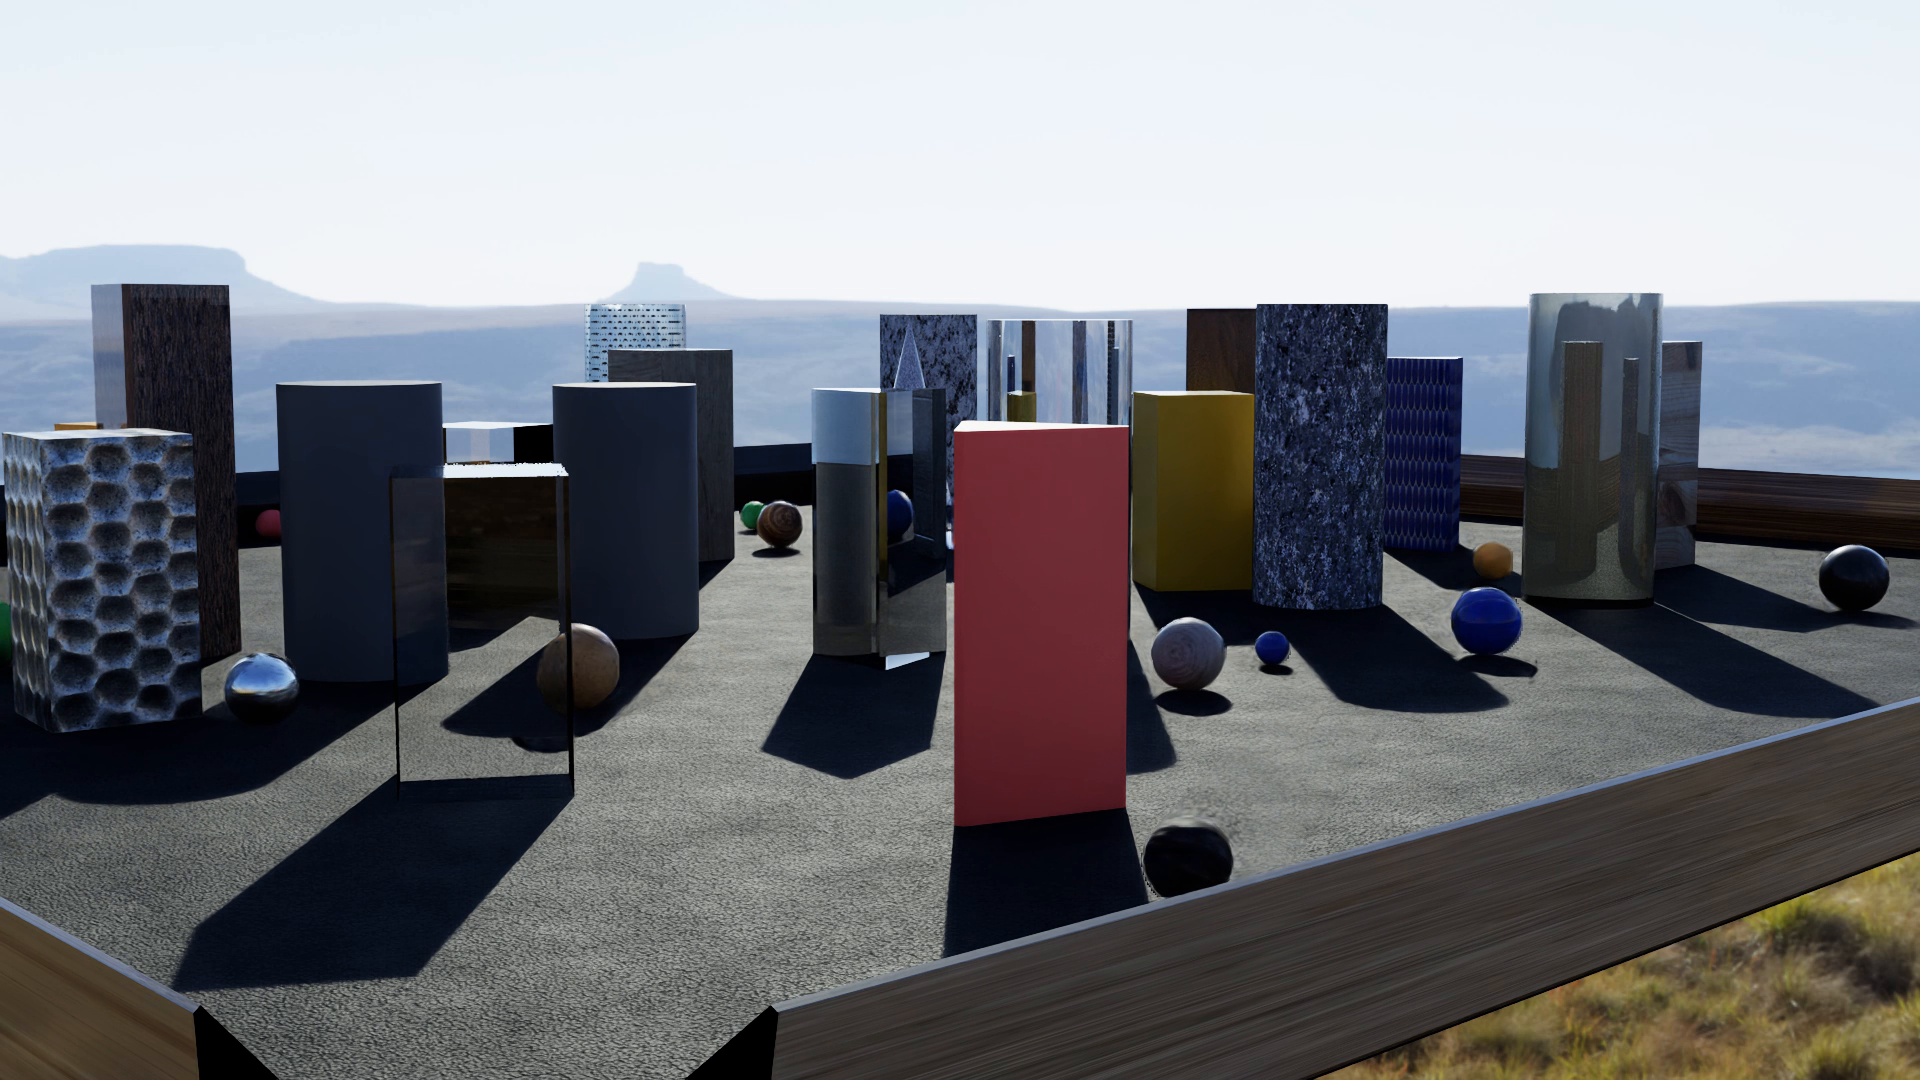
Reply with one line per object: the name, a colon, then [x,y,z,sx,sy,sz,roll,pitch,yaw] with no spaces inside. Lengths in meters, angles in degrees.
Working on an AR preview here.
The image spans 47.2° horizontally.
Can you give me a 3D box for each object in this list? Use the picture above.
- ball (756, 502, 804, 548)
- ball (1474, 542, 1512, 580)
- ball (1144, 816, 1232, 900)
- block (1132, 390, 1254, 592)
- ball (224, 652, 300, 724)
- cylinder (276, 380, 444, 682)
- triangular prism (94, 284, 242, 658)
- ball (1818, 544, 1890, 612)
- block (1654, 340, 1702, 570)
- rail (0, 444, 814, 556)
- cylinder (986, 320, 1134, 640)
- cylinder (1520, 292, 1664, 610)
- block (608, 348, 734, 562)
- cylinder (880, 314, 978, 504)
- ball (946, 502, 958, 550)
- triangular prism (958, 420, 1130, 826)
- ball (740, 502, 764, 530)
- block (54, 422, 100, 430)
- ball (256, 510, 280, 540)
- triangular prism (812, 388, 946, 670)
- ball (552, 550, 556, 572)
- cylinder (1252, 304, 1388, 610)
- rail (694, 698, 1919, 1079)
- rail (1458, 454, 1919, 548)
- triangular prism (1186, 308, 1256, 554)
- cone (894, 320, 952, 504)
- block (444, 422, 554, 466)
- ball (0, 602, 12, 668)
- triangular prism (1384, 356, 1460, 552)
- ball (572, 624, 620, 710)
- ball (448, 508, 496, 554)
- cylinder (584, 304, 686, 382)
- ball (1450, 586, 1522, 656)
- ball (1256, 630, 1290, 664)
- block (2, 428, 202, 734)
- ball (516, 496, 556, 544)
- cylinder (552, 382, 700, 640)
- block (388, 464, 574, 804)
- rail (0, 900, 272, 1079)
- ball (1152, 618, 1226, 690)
ball: [-0.338,-0.029,4.130,0.088,0.088,0.088,0,6,0]
ball: [0.882,0.035,3.642,0.063,0.063,0.063,0,6,0]
ball: [0.172,0.241,1.652,0.067,0.067,0.067,0,6,0]
block: [0.376,-0.083,3.568,0.158,0.312,0.158,-1,6,-10]
ball: [-0.752,0.160,2.370,0.078,0.078,0.078,0,6,0]
cylinder: [-0.738,-0.016,2.723,0.197,0.356,0.197,0,6,0]
triangular prism: [-1.005,-0.088,2.823,0.148,0.477,0.171,-4,7,-33]
ball: [1.327,0.056,3.263,0.099,0.099,0.099,0,6,0]
block: [1.184,-0.153,3.859,0.158,0.390,0.158,-6,8,-44]
rail: [-1.111,-0.092,4.530,3.684,0.128,0.045,-5,8,-42]
cylinder: [0.134,-0.081,2.979,0.197,0.432,0.197,0,6,0]
cylinder: [0.963,-0.140,3.355,0.197,0.470,0.197,0,6,0]
block: [-0.517,-0.154,3.943,0.158,0.375,0.158,-6,8,-44]
cylinder: [-0.063,-0.239,4.464,0.197,0.437,0.197,0,6,0]
ball: [-0.008,-0.024,4.085,0.089,0.089,0.089,0,6,0]
triangular prism: [0.040,0.067,1.991,0.171,0.342,0.148,-3,7,-27]
ball: [-0.417,-0.049,4.471,0.058,0.058,0.058,0,6,0]
block: [-1.124,-0.017,3.035,0.158,0.291,0.158,3,7,27]
ball: [-1.339,-0.030,4.274,0.060,0.060,0.060,0,6,0]
triangular prism: [-0.081,-0.021,2.827,0.148,0.344,0.171,-4,7,-34]
ball: [-0.639,0.035,3.625,0.067,0.067,0.067,0,6,0]
cylinder: [0.548,-0.132,3.355,0.197,0.454,0.197,0,6,0]
rail: [1.111,0.158,2.134,3.684,0.128,0.045,-5,8,-42]
rail: [1.336,-0.095,4.558,0.045,0.128,3.325,-5,8,-42]
triangular prism: [0.510,-0.207,4.101,0.171,0.448,0.148,1,6,8]
cone: [-0.096,-0.209,4.207,0.197,0.430,0.197,0,6,0]
block: [-0.743,-0.045,3.423,0.158,0.267,0.158,3,7,26]
ball: [-1.204,0.118,2.717,0.090,0.090,0.090,0,6,0]
triangular prism: [0.899,-0.166,4.154,0.148,0.356,0.171,-5,8,-42]
ball: [-0.428,0.142,2.458,0.096,0.096,0.096,0,6,0]
ball: [-0.895,-0.016,4.027,0.085,0.085,0.085,0,6,0]
cylinder: [-0.632,-0.232,4.303,0.197,0.456,0.197,0,6,0]
ball: [0.679,0.105,2.841,0.089,0.089,0.089,0,6,0]
ball: [0.393,0.136,2.770,0.043,0.043,0.043,0,6,0]
block: [-0.942,0.038,2.415,0.158,0.311,0.158,-4,7,-36]
ball: [-0.799,-0.039,4.197,0.094,0.094,0.094,0,6,0]
cylinder: [-0.465,-0.045,3.064,0.197,0.342,0.197,0,6,0]
block: [-0.449,0.082,2.065,0.158,0.296,0.158,-1,6,-13]
rail: [-1.336,0.161,2.106,0.045,0.128,3.325,-5,8,-42]
ball: [0.268,0.134,2.582,0.086,0.086,0.086,0,6,0]
